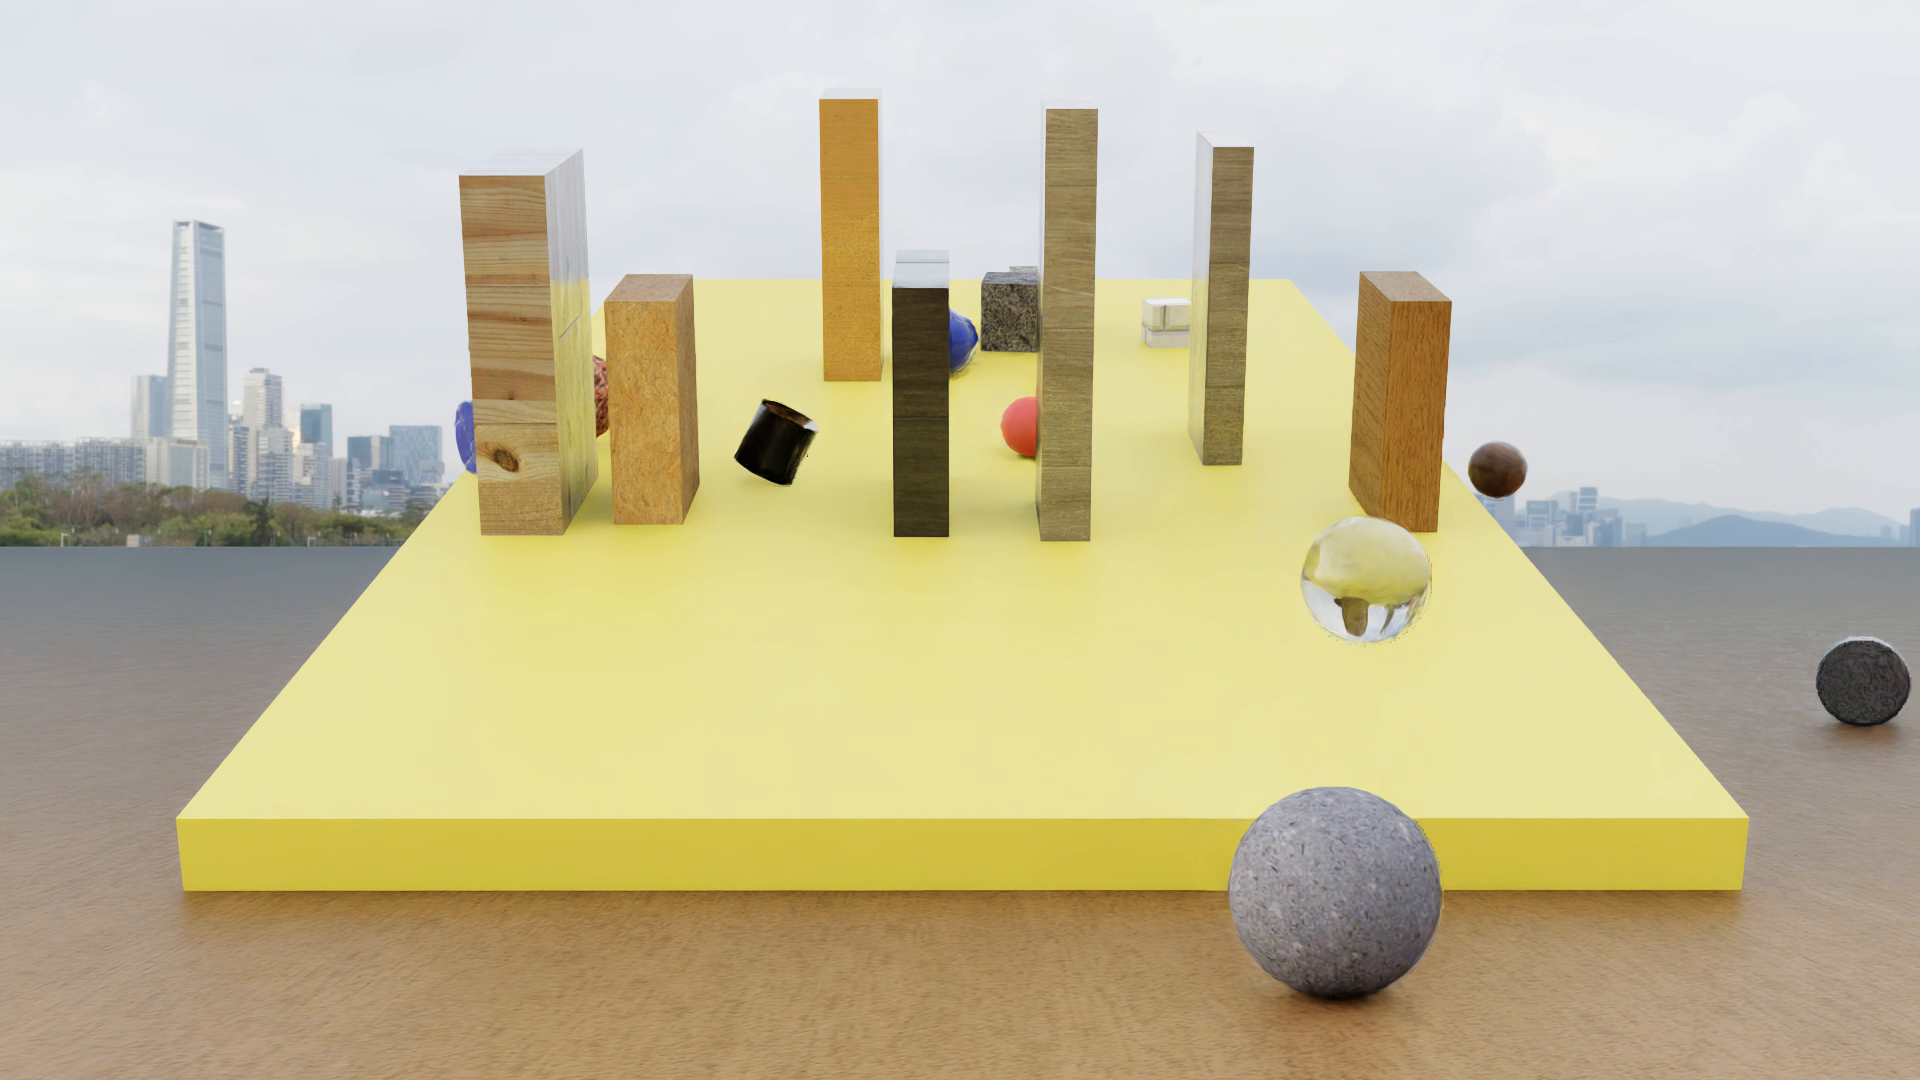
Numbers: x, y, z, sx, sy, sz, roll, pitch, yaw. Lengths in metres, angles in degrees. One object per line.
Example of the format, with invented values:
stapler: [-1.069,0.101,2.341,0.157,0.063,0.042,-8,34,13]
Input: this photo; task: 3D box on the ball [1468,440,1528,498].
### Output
ball: [1.068,-0.141,4.399,0.115,0.115,0.115,0,0,0]

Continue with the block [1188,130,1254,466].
block: [0.535,-0.505,4.579,0.081,0.645,0.310,0,17,0]

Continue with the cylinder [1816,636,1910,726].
cylinder: [2.212,0.344,5.431,0.210,0.210,0.210,0,0,21]

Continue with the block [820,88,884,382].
block: [-0.257,-0.738,5.328,0.136,0.664,0.292,0,17,0]

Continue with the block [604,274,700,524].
block: [-0.578,-0.270,4.182,0.128,0.418,0.290,0,17,0]

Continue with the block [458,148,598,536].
block: [-0.798,-0.381,4.141,0.149,0.652,0.419,0,17,0]

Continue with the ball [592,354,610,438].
ball: [-0.800,-0.298,4.592,0.195,0.195,0.195,0,0,0]

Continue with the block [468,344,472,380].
block: [-0.901,-0.348,4.448,0.117,0.117,0.117,4,16,18]

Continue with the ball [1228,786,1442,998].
ball: [0.369,0.346,2.182,0.207,0.207,0.207,0,0,0]

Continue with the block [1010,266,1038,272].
block: [0.217,-0.641,5.898,0.154,0.154,0.154,-2,17,-6]

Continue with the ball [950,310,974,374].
ball: [-0.049,-0.477,5.324,0.166,0.166,0.166,0,0,0]

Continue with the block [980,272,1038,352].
block: [0.148,-0.585,5.674,0.174,0.174,0.174,2,17,5]

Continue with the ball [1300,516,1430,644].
ball: [0.631,0.062,3.450,0.200,0.200,0.200,0,0,0]

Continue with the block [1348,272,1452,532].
block: [0.820,-0.265,4.150,0.108,0.428,0.318,0,17,0]

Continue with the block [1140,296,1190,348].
block: [0.535,-0.561,5.708,0.110,0.110,0.110,-3,17,-10]

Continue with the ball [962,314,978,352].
ball: [-0.020,-0.500,5.475,0.125,0.125,0.125,0,0,0]

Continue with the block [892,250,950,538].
block: [-0.071,-0.284,4.162,0.101,0.457,0.421,0,17,0]

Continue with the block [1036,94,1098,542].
block: [0.190,-0.406,4.022,0.090,0.771,0.277,0,17,0]

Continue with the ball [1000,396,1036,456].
ball: [0.146,-0.236,4.586,0.124,0.124,0.124,0,0,0]

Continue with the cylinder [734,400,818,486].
cylinder: [-0.361,-0.192,4.359,0.125,0.125,0.125,26,13,-6]

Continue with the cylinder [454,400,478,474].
cylinder: [-0.920,-0.216,4.470,0.149,0.149,0.149,-11,6,-33]

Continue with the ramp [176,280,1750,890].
ramp: [-0.002,-0.167,4.746,2.000,0.100,4.000,0,17,0]
